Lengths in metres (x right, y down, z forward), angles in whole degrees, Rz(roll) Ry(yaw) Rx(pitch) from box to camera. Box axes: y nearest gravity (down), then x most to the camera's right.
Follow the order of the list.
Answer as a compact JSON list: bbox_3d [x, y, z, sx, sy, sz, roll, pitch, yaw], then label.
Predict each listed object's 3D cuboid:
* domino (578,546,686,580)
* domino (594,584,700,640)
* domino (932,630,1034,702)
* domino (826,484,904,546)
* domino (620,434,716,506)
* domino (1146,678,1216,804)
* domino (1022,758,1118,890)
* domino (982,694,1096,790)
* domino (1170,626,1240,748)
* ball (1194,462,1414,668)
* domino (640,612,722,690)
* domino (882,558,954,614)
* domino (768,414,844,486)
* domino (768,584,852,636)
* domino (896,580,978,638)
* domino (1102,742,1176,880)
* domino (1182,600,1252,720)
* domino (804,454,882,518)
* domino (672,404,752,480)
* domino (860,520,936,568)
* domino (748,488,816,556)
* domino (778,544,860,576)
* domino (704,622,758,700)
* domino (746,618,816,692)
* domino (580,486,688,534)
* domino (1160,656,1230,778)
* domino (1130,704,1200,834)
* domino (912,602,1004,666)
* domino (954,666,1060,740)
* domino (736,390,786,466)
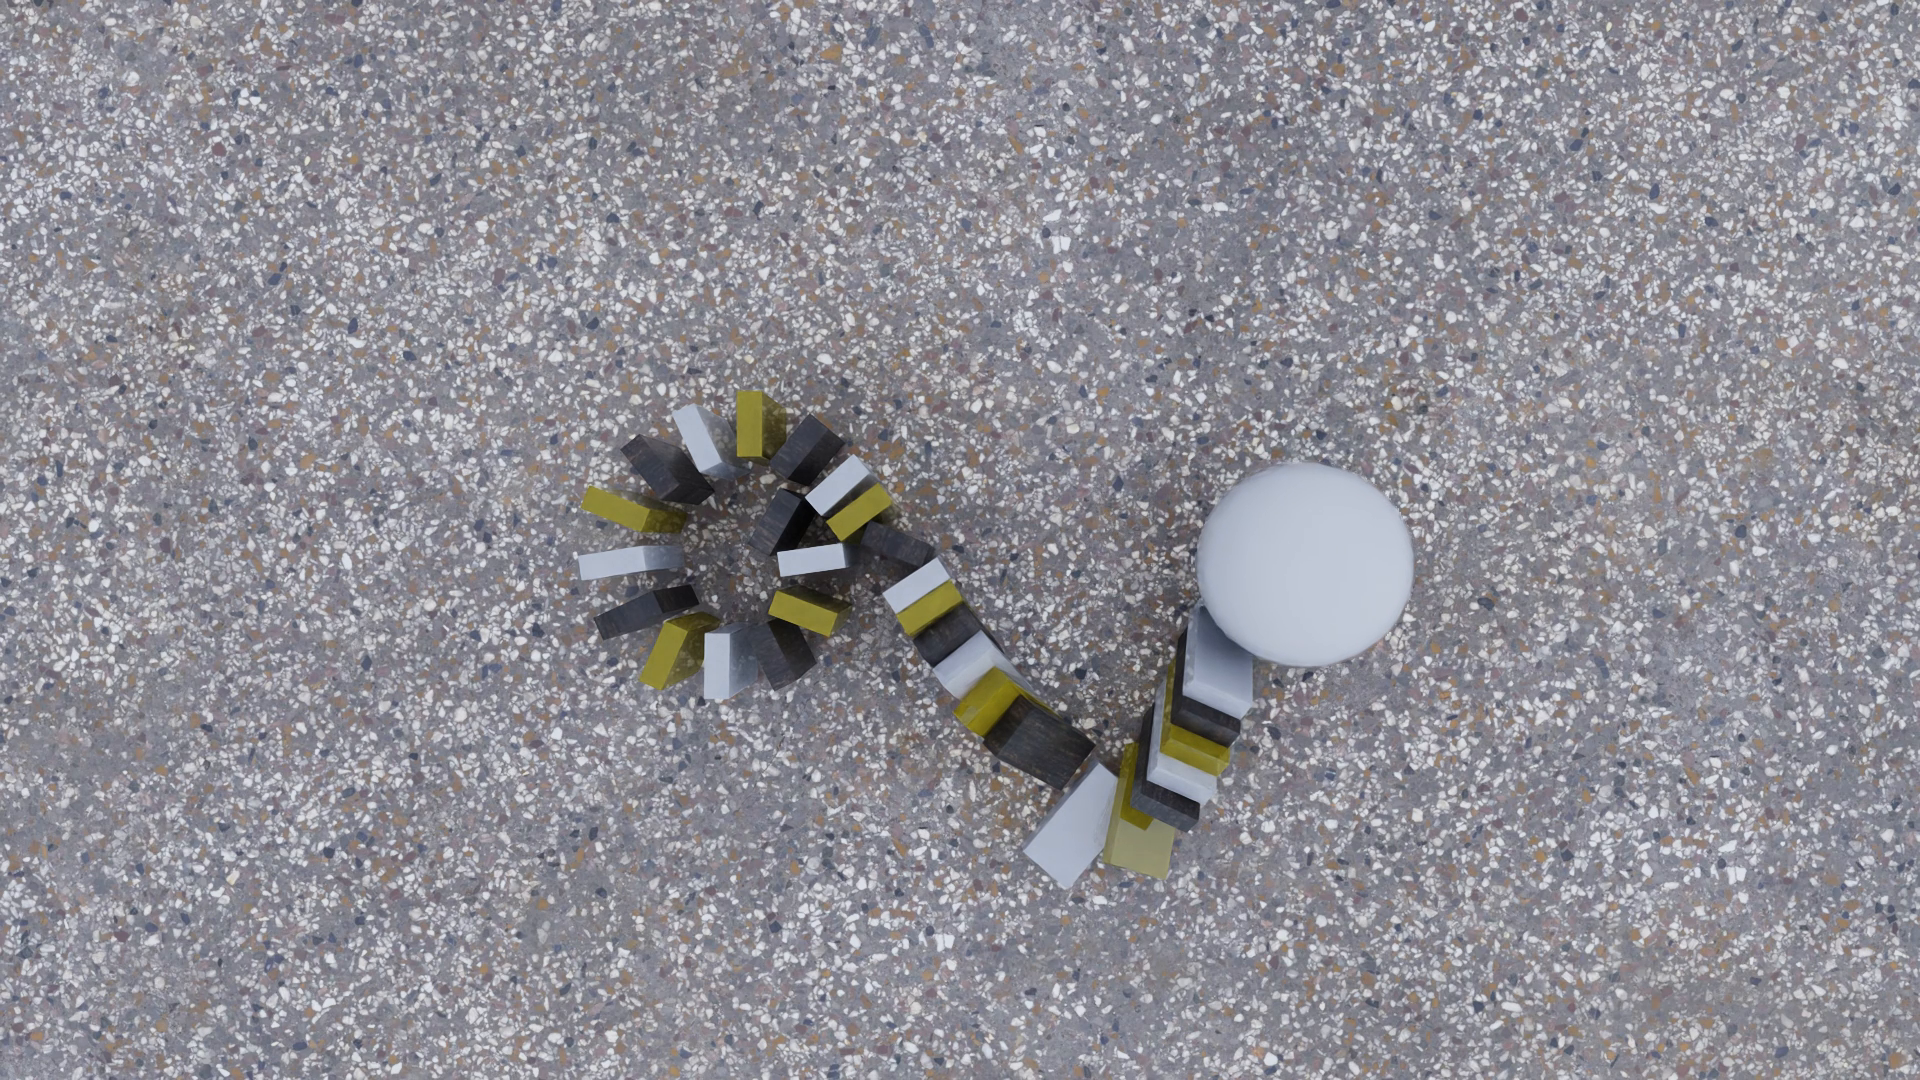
[{"bbox_3d":[-0.133,0.009,0.375,0.025,0.050,0.009,-9,90,0],"label":"domino"},{"bbox_3d":[-0.127,0.029,0.375,0.025,0.050,0.010,-25,90,0],"label":"domino"},{"bbox_3d":[0.010,0.058,0.377,0.025,0.050,0.010,-39,53,0],"label":"domino"},{"bbox_3d":[-0.038,-0.010,0.375,0.025,0.050,0.009,-37,87,0],"label":"domino"},{"bbox_3d":[-0.118,-0.028,0.375,0.009,0.050,0.025,-39,90,0],"label":"domino"},{"bbox_3d":[0.092,0.082,0.378,0.025,0.050,0.009,23,129,0],"label":"domino"},{"bbox_3d":[0.053,0.122,0.395,0.025,0.009,0.050,41,90,0],"label":"domino"},{"bbox_3d":[0.034,0.085,0.380,0.025,0.010,0.050,-52,132,0],"label":"domino"},{"bbox_3d":[0.102,0.059,0.378,0.025,0.050,0.010,24,129,0],"label":"domino"},{"bbox_3d":[0.134,0.010,0.360,0.080,0.080,0.080,0,90,0],"label":"ball"},{"bbox_3d":[-0.113,0.044,0.375,0.010,0.050,0.025,24,90,0],"label":"domino"},{"bbox_3d":[-0.016,0.018,0.375,0.025,0.050,0.009,-33,87,0],"label":"domino"},{"bbox_3d":[-0.062,-0.036,0.375,0.009,0.050,0.025,40,90,0],"label":"domino"},{"bbox_3d":[-0.060,0.028,0.375,0.025,0.050,0.010,21,90,0],"label":"domino"},{"bbox_3d":[-0.008,0.031,0.375,0.025,0.050,0.010,-33,76,0],"label":"domino"},{"bbox_3d":[0.078,0.113,0.385,0.025,0.010,0.050,19,70,-8],"label":"domino"},{"bbox_3d":[0.107,0.048,0.378,0.025,0.050,0.009,24,129,0],"label":"domino"},{"bbox_3d":[-0.047,-0.021,0.375,0.025,0.050,0.010,-42,90,0],"label":"domino"},{"bbox_3d":[-0.101,-0.039,0.375,0.010,0.050,0.025,-25,90,0],"label":"domino"},{"bbox_3d":[-0.024,0.003,0.374,0.025,0.050,0.010,22,88,2],"label":"domino"},{"bbox_3d":[-0.071,-0.007,0.375,0.009,0.050,0.025,30,90,0],"label":"domino"},{"bbox_3d":[-0.057,0.008,0.375,0.025,0.050,0.009,-8,90,0],"label":"domino"},{"bbox_3d":[-0.093,0.048,0.375,0.009,0.050,0.025,1,90,0],"label":"domino"},{"bbox_3d":[-0.072,0.045,0.375,0.010,0.050,0.025,-27,90,0],"label":"domino"},{"bbox_3d":[-0.132,-0.012,0.375,0.025,0.050,0.009,22,90,0],"label":"domino"},{"bbox_3d":[0.098,0.071,0.378,0.025,0.050,0.010,24,129,0],"label":"domino"},{"bbox_3d":[0.086,0.093,0.378,0.025,0.050,0.010,25,129,0],"label":"domino"},{"bbox_3d":[0.000,0.044,0.376,0.025,0.050,0.010,-36,64,0],"label":"domino"},{"bbox_3d":[0.021,0.073,0.379,0.025,0.050,0.010,-48,46,0],"label":"domino"},{"bbox_3d":[-0.080,-0.044,0.375,0.009,0.050,0.025,0,90,0],"label":"domino"}]
